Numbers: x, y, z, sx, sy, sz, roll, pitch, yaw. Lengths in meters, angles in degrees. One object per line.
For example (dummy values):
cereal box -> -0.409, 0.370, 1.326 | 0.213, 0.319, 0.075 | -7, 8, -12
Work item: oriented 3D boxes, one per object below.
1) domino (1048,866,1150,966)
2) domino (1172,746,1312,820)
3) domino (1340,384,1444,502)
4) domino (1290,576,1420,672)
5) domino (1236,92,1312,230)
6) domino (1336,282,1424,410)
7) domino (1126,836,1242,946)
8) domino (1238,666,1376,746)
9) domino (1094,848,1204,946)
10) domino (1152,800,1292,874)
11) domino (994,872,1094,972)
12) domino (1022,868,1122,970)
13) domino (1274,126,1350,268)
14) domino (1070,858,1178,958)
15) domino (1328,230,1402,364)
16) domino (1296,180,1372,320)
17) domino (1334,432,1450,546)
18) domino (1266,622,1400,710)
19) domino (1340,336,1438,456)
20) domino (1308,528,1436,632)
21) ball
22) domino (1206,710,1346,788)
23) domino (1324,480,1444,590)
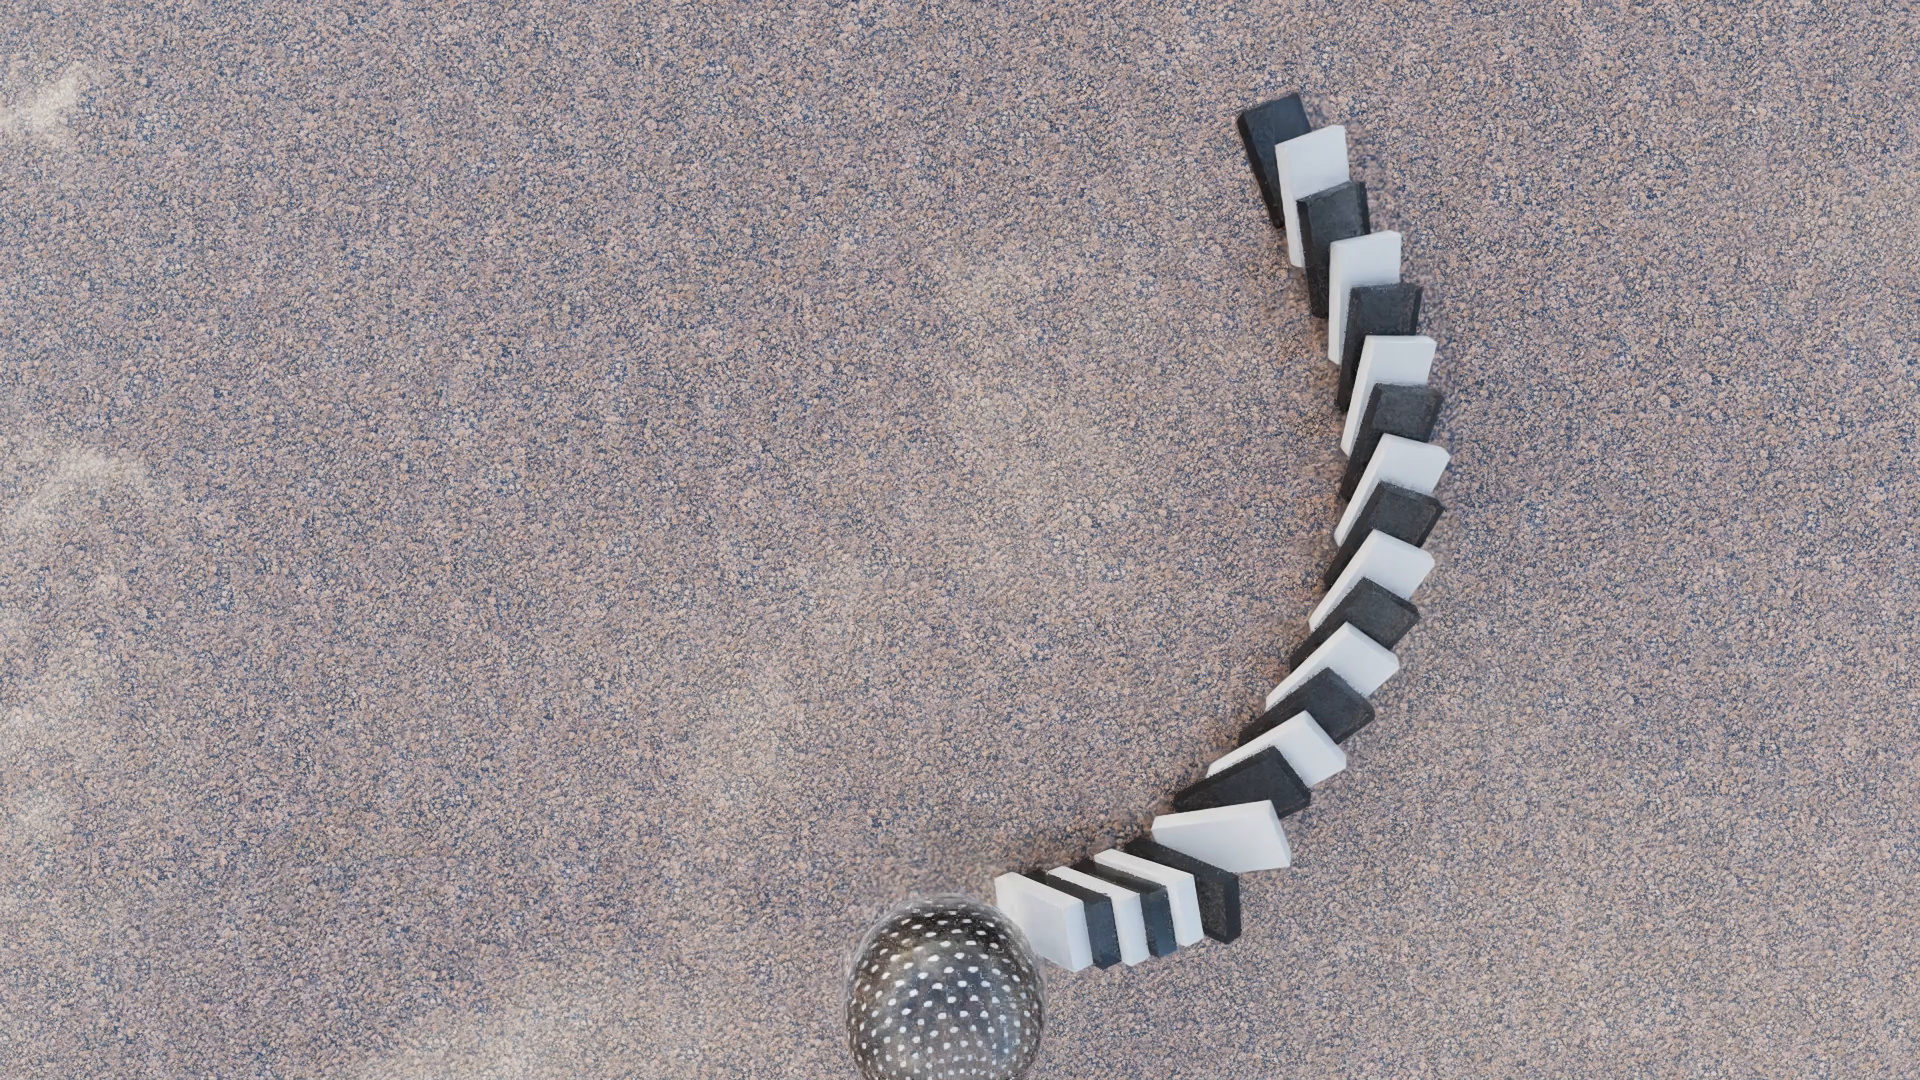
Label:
domino -> 0.055, 0.153, 0.376 | 0.010, 0.050, 0.025 | -10, 90, -31
domino -> 0.117, 0.109, 0.384 | 0.050, 0.010, 0.025 | -38, 90, 30
domino -> 0.180, -0.039, 0.384 | 0.025, 0.010, 0.050 | 6, 119, 0
domino -> 0.164, 0.042, 0.384 | 0.025, 0.009, 0.050 | 30, 119, 0
domino -> 0.141, -0.163, 0.395 | 0.025, 0.010, 0.050 | -20, 90, 0
domino -> 0.175, -0.080, 0.384 | 0.025, 0.010, 0.050 | -5, 119, 0
domino -> 0.091, 0.143, 0.376 | 0.009, 0.050, 0.025 | -11, 100, -37
domino -> 0.144, 0.078, 0.384 | 0.025, 0.010, 0.050 | 42, 120, 0
domino -> 0.076, 0.146, 0.376 | 0.009, 0.050, 0.025 | -10, 90, -31
domino -> 0.109, 0.126, 0.382 | 0.050, 0.009, 0.025 | -18, 99, 28
domino -> 0.033, 0.156, 0.376 | 0.010, 0.050, 0.025 | -10, 90, -31
domino -> 0.044, 0.154, 0.376 | 0.009, 0.050, 0.025 | -10, 90, -31
domino -> 0.149, -0.143, 0.384 | 0.025, 0.009, 0.050 | -19, 116, 0
domino -> 0.066, 0.150, 0.376 | 0.009, 0.050, 0.025 | -10, 90, -31
domino -> 0.169, -0.101, 0.384 | 0.025, 0.010, 0.050 | -11, 118, 0
domino -> 0.159, -0.121, 0.385 | 0.025, 0.010, 0.050 | -20, 116, 0
domino -> 0.180, -0.018, 0.384 | 0.025, 0.009, 0.050 | 14, 119, 0
domino -> 0.155, 0.060, 0.384 | 0.025, 0.009, 0.050 | 35, 119, 0
domino -> 0.179, -0.060, 0.384 | 0.025, 0.009, 0.050 | 1, 119, 0
domino -> 0.171, 0.022, 0.384 | 0.025, 0.009, 0.050 | 24, 119, 0
ball -> -0.006, 0.181, 0.360 | 0.080, 0.080, 0.080 | 0, 90, 0
domino -> 0.132, 0.095, 0.384 | 0.025, 0.009, 0.050 | 49, 120, 0
domino -> 0.176, 0.002, 0.384 | 0.025, 0.009, 0.050 | 18, 120, 0
